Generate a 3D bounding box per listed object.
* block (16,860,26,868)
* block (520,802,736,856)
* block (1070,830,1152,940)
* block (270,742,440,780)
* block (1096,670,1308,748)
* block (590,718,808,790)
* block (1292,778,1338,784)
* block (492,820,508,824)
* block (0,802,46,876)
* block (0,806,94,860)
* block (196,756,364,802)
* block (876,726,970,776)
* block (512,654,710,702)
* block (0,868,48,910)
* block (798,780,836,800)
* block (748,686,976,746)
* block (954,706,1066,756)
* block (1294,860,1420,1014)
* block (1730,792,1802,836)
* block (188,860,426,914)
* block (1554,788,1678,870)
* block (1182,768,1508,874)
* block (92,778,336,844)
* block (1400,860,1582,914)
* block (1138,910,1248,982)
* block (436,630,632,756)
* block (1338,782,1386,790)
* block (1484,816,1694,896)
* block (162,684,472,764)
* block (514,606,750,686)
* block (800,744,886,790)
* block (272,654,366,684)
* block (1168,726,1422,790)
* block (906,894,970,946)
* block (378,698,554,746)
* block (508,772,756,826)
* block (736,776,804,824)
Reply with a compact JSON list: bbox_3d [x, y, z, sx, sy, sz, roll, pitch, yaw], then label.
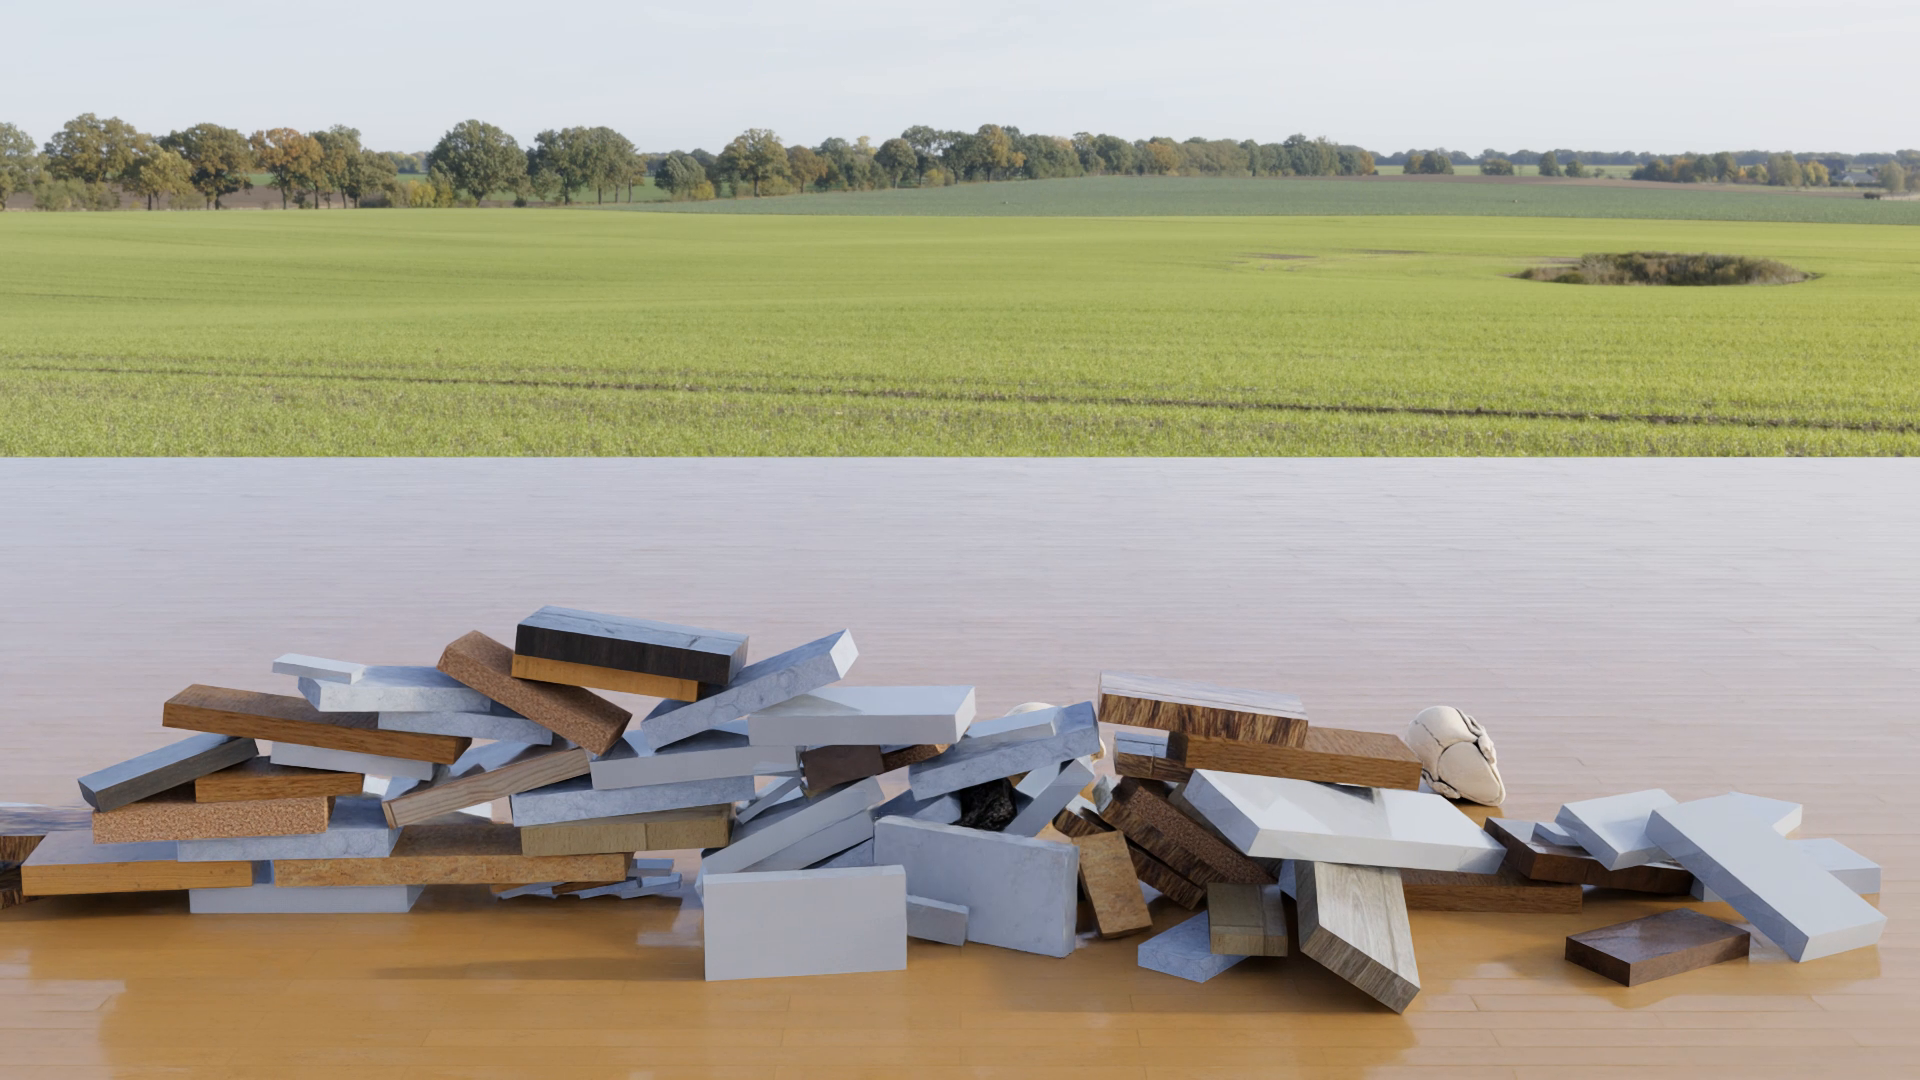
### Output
[{"bbox_3d":[-1.496,0.556,3.772,0.201,0.028,0.100,0,11,1],"label":"block"},{"bbox_3d":[-0.542,0.465,3.623,0.331,0.047,0.166,-3,10,-1],"label":"block"},{"bbox_3d":[0.240,0.548,3.502,0.085,0.169,0.024,-7,-32,-16],"label":"block"},{"bbox_3d":[-0.987,0.346,3.611,0.256,0.036,0.128,7,9,-6],"label":"block"},{"bbox_3d":[0.397,0.278,3.633,0.335,0.047,0.167,7,10,1],"label":"block"},{"bbox_3d":[-0.426,0.348,3.631,0.336,0.048,0.168,-6,11,4],"label":"block"},{"bbox_3d":[0.554,0.400,3.695,0.169,0.024,0.085,-12,9,4],"label":"block"},{"bbox_3d":[-0.856,0.531,3.941,0.062,0.018,0.124,1,11,3],"label":"block"},{"bbox_3d":[-1.669,0.519,3.759,0.115,0.033,0.368,6,10,-9],"label":"block"},{"bbox_3d":[-1.528,0.500,3.766,0.520,0.043,0.152,3,11,-31],"label":"block"},{"bbox_3d":[-1.107,0.386,3.592,0.256,0.036,0.128,-2,11,-12],"label":"block"},{"bbox_3d":[-0.068,0.342,3.652,0.170,0.024,0.085,-24,10,45],"label":"block"},{"bbox_3d":[-0.570,0.209,3.619,0.301,0.043,0.151,8,9,1],"label":"block"},{"bbox_3d":[-1.617,0.586,3.612,0.100,0.028,0.201,9,14,41],"label":"block"},{"bbox_3d":[-0.206,0.389,3.650,0.122,0.017,0.061,-27,10,-12],"label":"block"},{"bbox_3d":[-0.157,0.284,3.574,0.339,0.048,0.170,-1,12,11],"label":"block"},{"bbox_3d":[0.081,0.313,3.613,0.170,0.024,0.085,-13,11,18],"label":"block"},{"bbox_3d":[0.609,0.545,3.427,0.174,0.049,0.564,33,16,-2],"label":"block"},{"bbox_3d":[1.413,0.514,3.977,0.130,0.037,0.259,8,13,38],"label":"block"},{"bbox_3d":[-1.076,0.566,3.661,0.353,0.050,0.176,0,11,0],"label":"block"},{"bbox_3d":[1.129,0.482,3.673,0.259,0.037,0.130,-3,34,-36],"label":"block"},{"bbox_3d":[0.623,0.453,3.512,0.579,0.048,0.170,10,21,-37],"label":"block"},{"bbox_3d":[-1.206,0.433,3.573,0.353,0.050,0.176,-2,11,-10],"label":"block"},{"bbox_3d":[0.858,0.570,3.655,0.314,0.044,0.157,1,11,4],"label":"block"},{"bbox_3d":[0.387,0.623,3.404,0.115,0.033,0.230,8,13,37],"label":"block"},{"bbox_3d":[-0.696,0.249,3.613,0.302,0.043,0.151,28,9,1],"label":"block"},{"bbox_3d":[0.698,0.470,4.146,0.115,0.033,0.394,6,8,31],"label":"block"},{"bbox_3d":[1.047,0.528,3.671,0.314,0.044,0.157,9,12,-20],"label":"block"},{"bbox_3d":[-1.046,0.301,3.602,0.469,0.039,0.139,8,9,-1],"label":"block"},{"bbox_3d":[-0.533,0.171,3.596,0.347,0.049,0.174,8,9,3],"label":"block"},{"bbox_3d":[-0.190,0.361,3.580,0.128,0.064,0.018,-15,-2,7],"label":"block"},{"bbox_3d":[-1.026,0.206,3.525,0.130,0.018,0.065,9,9,4],"label":"block"},{"bbox_3d":[0.549,0.347,3.623,0.385,0.047,0.167,6,10,-5],"label":"block"},{"bbox_3d":[-0.053,0.591,3.431,0.128,0.064,0.018,11,29,8],"label":"block"},{"bbox_3d":[-0.811,0.288,3.634,0.277,0.039,0.139,7,9,-9],"label":"block"},{"bbox_3d":[-0.551,0.409,3.669,0.393,0.048,0.168,-5,11,-14],"label":"block"},{"bbox_3d":[-0.319,0.426,3.674,0.122,0.017,0.061,-34,10,-2],"label":"block"}]
